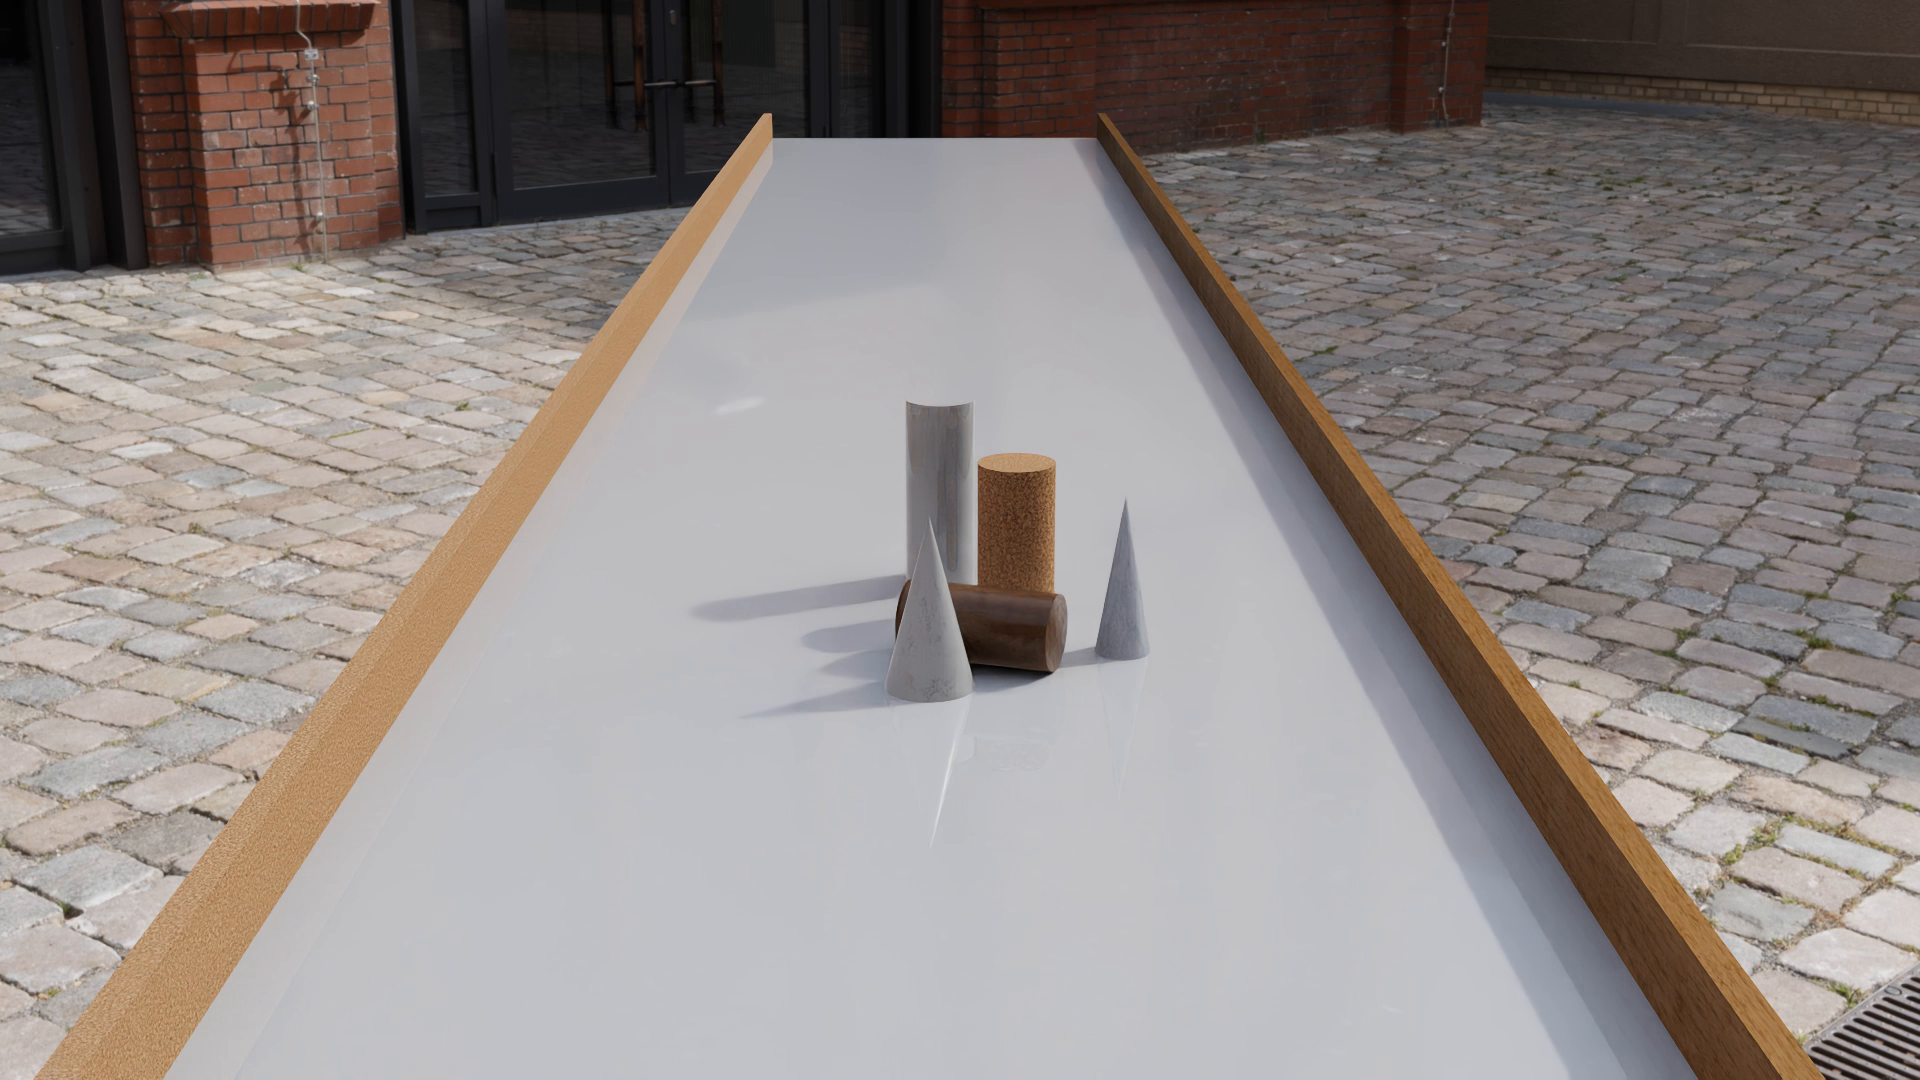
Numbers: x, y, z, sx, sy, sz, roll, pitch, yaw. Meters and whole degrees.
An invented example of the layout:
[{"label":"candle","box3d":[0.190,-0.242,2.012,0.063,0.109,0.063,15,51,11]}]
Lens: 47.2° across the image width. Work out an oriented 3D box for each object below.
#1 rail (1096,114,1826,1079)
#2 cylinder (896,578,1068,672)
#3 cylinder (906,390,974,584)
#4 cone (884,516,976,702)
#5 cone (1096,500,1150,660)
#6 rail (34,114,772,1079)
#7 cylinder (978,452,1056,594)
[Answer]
[{"label":"rail","box3d":[0.932,-0.844,7.801,0.050,0.150,12.000,0,17,-1]},{"label":"cylinder","box3d":[0.044,0.169,4.386,0.311,0.155,0.155,6,17,18]},{"label":"cylinder","box3d":[-0.044,-0.111,4.869,0.153,0.416,0.153,0,17,0]},{"label":"cone","box3d":[-0.059,0.118,4.222,0.177,0.346,0.177,0,17,0]},{"label":"cone","box3d":[0.330,0.068,4.421,0.111,0.328,0.111,0,17,0]},{"label":"rail","box3d":[-1.118,-0.838,7.780,0.050,0.150,12.000,0,17,-1]},{"label":"cylinder","box3d":[0.119,-0.004,4.658,0.164,0.331,0.164,0,17,0]}]
